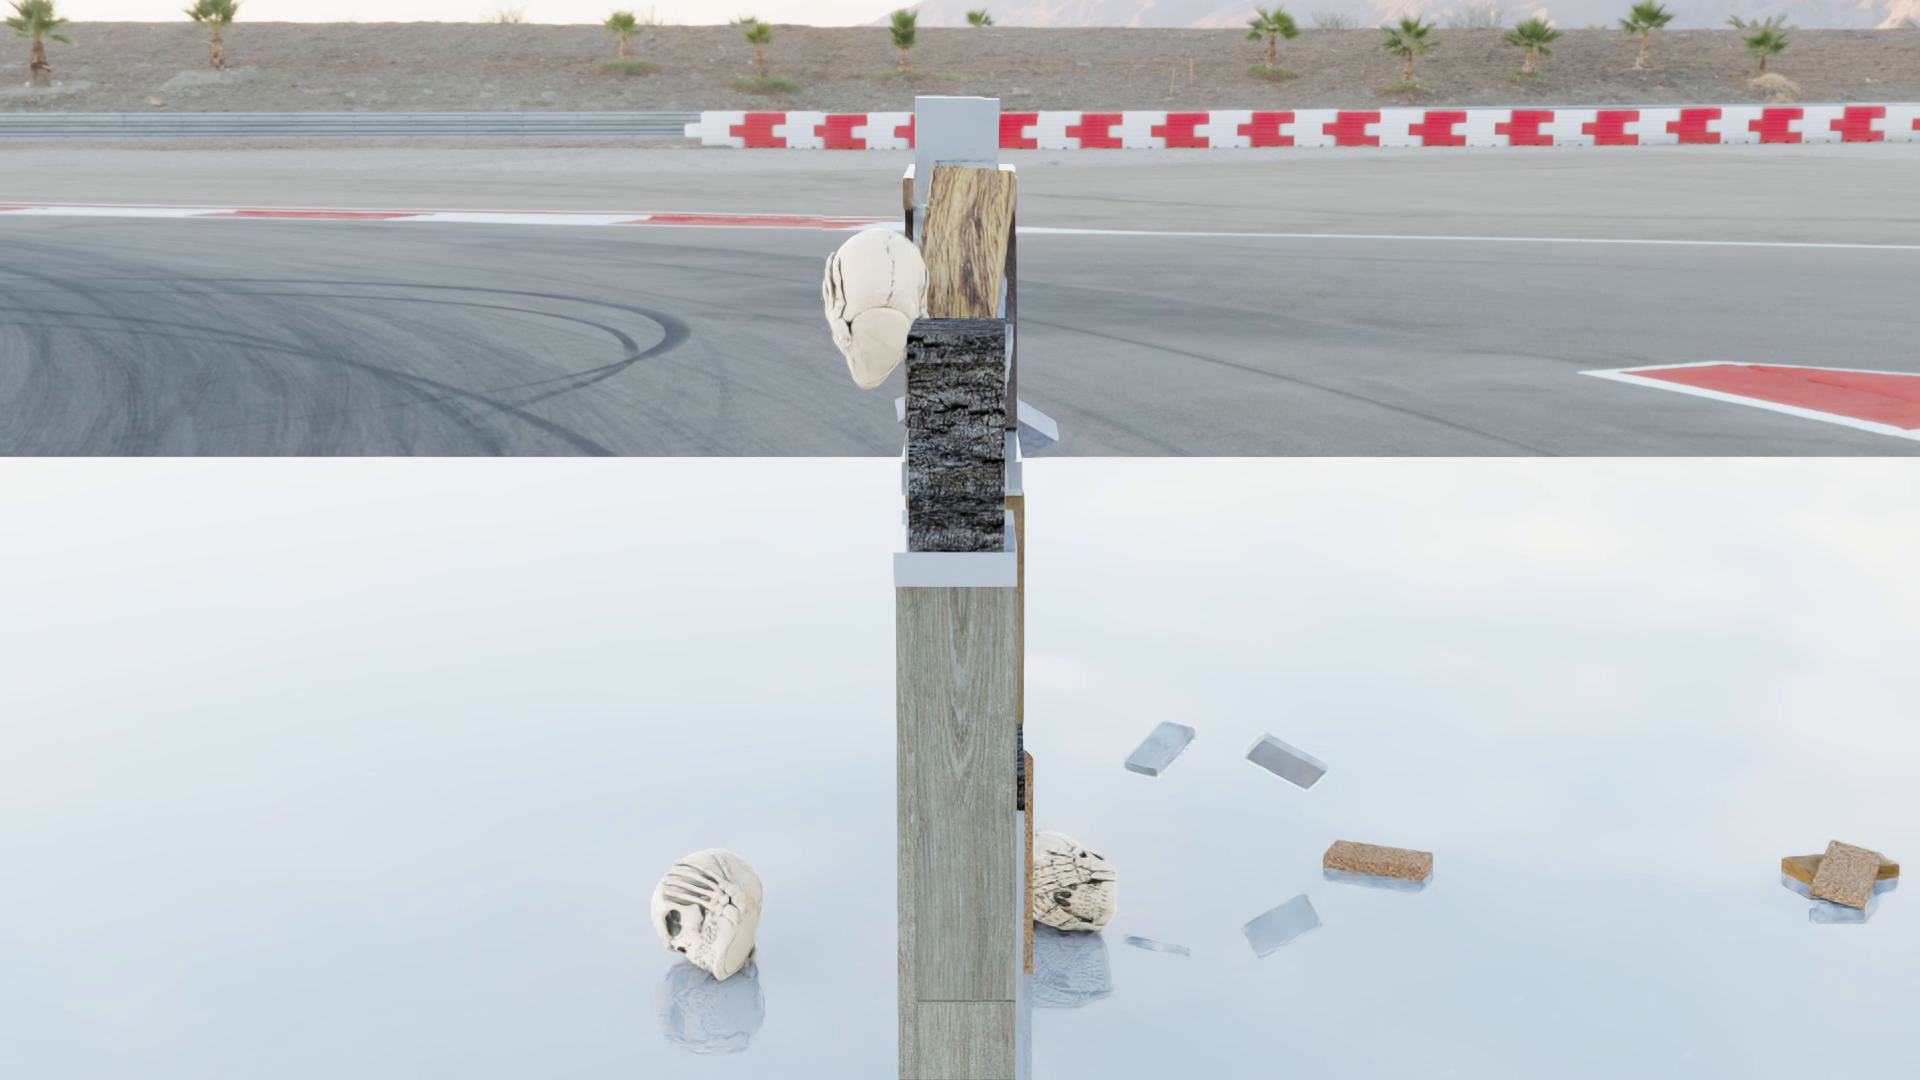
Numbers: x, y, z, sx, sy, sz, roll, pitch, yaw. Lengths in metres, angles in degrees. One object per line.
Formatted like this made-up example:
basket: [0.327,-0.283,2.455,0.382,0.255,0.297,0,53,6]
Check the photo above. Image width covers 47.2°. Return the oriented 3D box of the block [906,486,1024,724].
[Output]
block: [0.008,0.097,3.259,0.174,0.348,0.049,0,10,1]

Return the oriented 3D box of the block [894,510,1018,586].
block: [-0.005,0.009,2.883,0.154,0.044,0.308,0,11,0]

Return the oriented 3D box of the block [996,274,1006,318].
block: [0.001,-0.291,3.438,0.130,0.259,0.037,1,-15,7]

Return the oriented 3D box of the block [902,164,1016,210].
block: [0.001,-0.580,3.604,0.177,0.050,0.355,0,13,1]

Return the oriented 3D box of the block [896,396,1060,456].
block: [0.034,-0.213,3.945,0.152,0.043,0.303,-20,-25,28]

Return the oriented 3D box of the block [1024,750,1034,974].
block: [0.021,0.488,3.292,0.169,0.338,0.048,-2,11,-12]

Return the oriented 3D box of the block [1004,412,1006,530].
block: [0.000,-0.134,2.878,0.119,0.238,0.034,0,11,0]

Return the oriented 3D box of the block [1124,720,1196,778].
block: [0.353,0.367,3.870,0.065,0.018,0.130,11,37,37]

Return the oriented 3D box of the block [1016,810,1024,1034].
block: [0.005,0.525,3.092,0.169,0.337,0.048,0,10,0]

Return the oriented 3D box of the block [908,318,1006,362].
block: [-0.002,-0.252,2.774,0.119,0.034,0.238,0,11,1]

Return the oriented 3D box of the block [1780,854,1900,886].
block: [1.505,0.561,3.761,0.171,0.024,0.086,-3,11,-16]

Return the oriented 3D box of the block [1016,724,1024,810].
block: [0.007,0.315,3.168,0.169,0.048,0.337,0,10,1]

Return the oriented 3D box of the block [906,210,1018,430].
block: [0.001,-0.352,3.529,0.177,0.355,0.050,0,-6,0]

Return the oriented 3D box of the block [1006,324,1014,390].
block: [0.004,-0.230,3.317,0.130,0.037,0.259,1,44,7]

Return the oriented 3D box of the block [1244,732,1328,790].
block: [0.578,0.392,3.896,0.130,0.065,0.018,27,45,-9]

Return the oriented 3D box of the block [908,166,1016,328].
block: [0.005,-0.438,3.331,0.126,0.252,0.036,6,-11,12]

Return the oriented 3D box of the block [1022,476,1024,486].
block: [0.020,-0.121,4.165,0.171,0.048,0.341,0,11,-4]

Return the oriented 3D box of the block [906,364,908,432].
block: [-0.011,-0.153,3.119,0.126,0.036,0.298,-5,40,2]

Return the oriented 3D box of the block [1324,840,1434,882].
block: [0.723,0.553,3.801,0.171,0.024,0.085,5,12,24]

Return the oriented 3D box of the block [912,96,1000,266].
block: [-0.006,-0.554,3.406,0.130,0.259,0.037,1,16,0]

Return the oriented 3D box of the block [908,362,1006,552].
block: [-0.004,-0.105,2.722,0.119,0.238,0.034,0,12,1]

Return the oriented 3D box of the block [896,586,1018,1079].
block: [-0.004,0.390,2.850,0.154,0.693,0.044,0,10,0]

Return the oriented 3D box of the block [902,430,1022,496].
block: [0.003,-0.120,3.338,0.174,0.049,0.348,0,11,0]

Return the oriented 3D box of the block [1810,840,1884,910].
block: [1.483,0.558,3.676,0.086,0.024,0.171,15,24,26]
